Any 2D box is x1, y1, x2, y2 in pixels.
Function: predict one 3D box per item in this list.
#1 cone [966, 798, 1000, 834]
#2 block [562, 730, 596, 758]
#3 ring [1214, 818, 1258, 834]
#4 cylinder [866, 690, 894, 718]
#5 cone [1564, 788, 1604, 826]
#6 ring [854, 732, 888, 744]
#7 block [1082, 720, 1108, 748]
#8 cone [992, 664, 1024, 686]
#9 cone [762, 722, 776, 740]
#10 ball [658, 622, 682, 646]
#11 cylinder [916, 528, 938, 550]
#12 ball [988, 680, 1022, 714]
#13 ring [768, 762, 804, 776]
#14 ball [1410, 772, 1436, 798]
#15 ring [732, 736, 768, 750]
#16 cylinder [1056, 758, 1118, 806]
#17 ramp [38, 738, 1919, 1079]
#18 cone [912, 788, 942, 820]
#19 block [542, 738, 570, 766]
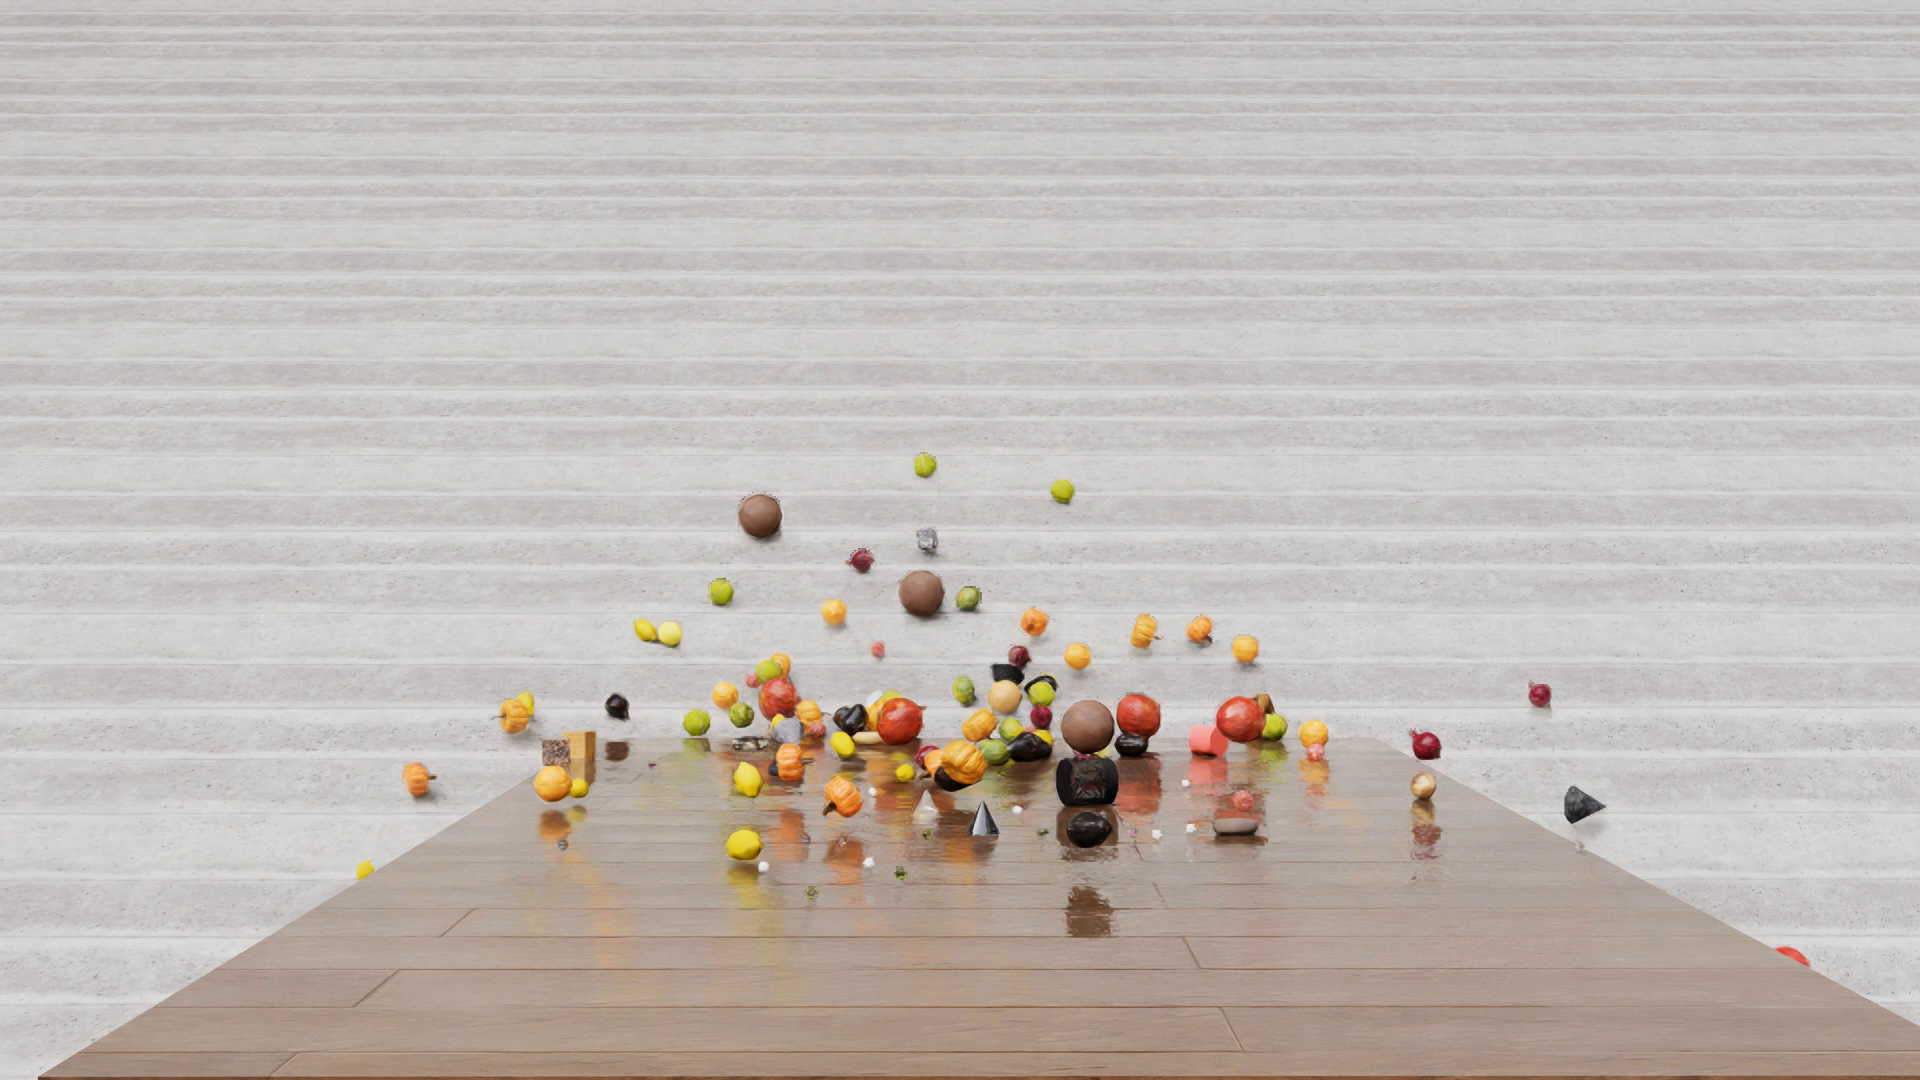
[{"bbox_3d":[0.041,0.494,4.630,0.061,0.061,0.061,0,1,0],"label":"cone"},{"bbox_3d":[-0.899,0.482,6.093,0.060,0.060,0.060,0,1,16],"label":"block"},{"bbox_3d":[0.492,0.511,4.612,0.081,0.027,0.081,-1,-3,0],"label":"ring"},{"bbox_3d":[-0.213,0.435,6.849,0.051,0.051,0.051,-30,28,18],"label":"cylinder"},{"bbox_3d":[1.554,0.656,6.374,0.092,0.092,0.092,-25,9,-38],"label":"cone"},{"bbox_3d":[-0.223,0.494,6.452,0.089,0.030,0.089,-1,0,0],"label":"ring"},{"bbox_3d":[0.332,0.477,6.362,0.063,0.063,0.063,0,1,1],"label":"block"},{"bbox_3d":[0.116,0.397,6.962,0.094,0.094,0.094,9,56,15],"label":"cone"},{"bbox_3d":[-0.485,0.496,6.544,0.051,0.051,0.051,-31,13,30],"label":"cone"},{"bbox_3d":[-0.807,0.260,7.187,0.067,0.067,0.067,0,28,0],"label":"ball"},{"bbox_3d":[-0.097,-0.004,7.652,0.055,0.055,0.055,-11,-3,-1],"label":"cylinder"},{"bbox_3d":[0.119,0.418,6.871,0.091,0.091,0.091,0,28,0],"label":"ball"},{"bbox_3d":[-0.382,0.503,5.674,0.080,0.027,0.080,-1,1,0],"label":"ring"},{"bbox_3d":[0.931,0.493,5.193,0.052,0.052,0.052,0,28,0],"label":"ball"},{"bbox_3d":[-0.512,0.496,6.299,0.088,0.029,0.088,-1,-1,0],"label":"ring"},{"bbox_3d":[0.249,0.474,5.072,0.092,0.092,0.092,0,27,-23],"label":"cylinder"},{"bbox_3d":[0.064,0.575,4.618,2.000,0.100,4.000,0,1,0],"label":"ramp"},{"bbox_3d":[-0.063,0.494,4.868,0.057,0.057,0.057,0,1,0],"label":"cone"},{"bbox_3d":[-0.925,0.484,5.930,0.058,0.058,0.058,0,1,-2],"label":"block"}]
